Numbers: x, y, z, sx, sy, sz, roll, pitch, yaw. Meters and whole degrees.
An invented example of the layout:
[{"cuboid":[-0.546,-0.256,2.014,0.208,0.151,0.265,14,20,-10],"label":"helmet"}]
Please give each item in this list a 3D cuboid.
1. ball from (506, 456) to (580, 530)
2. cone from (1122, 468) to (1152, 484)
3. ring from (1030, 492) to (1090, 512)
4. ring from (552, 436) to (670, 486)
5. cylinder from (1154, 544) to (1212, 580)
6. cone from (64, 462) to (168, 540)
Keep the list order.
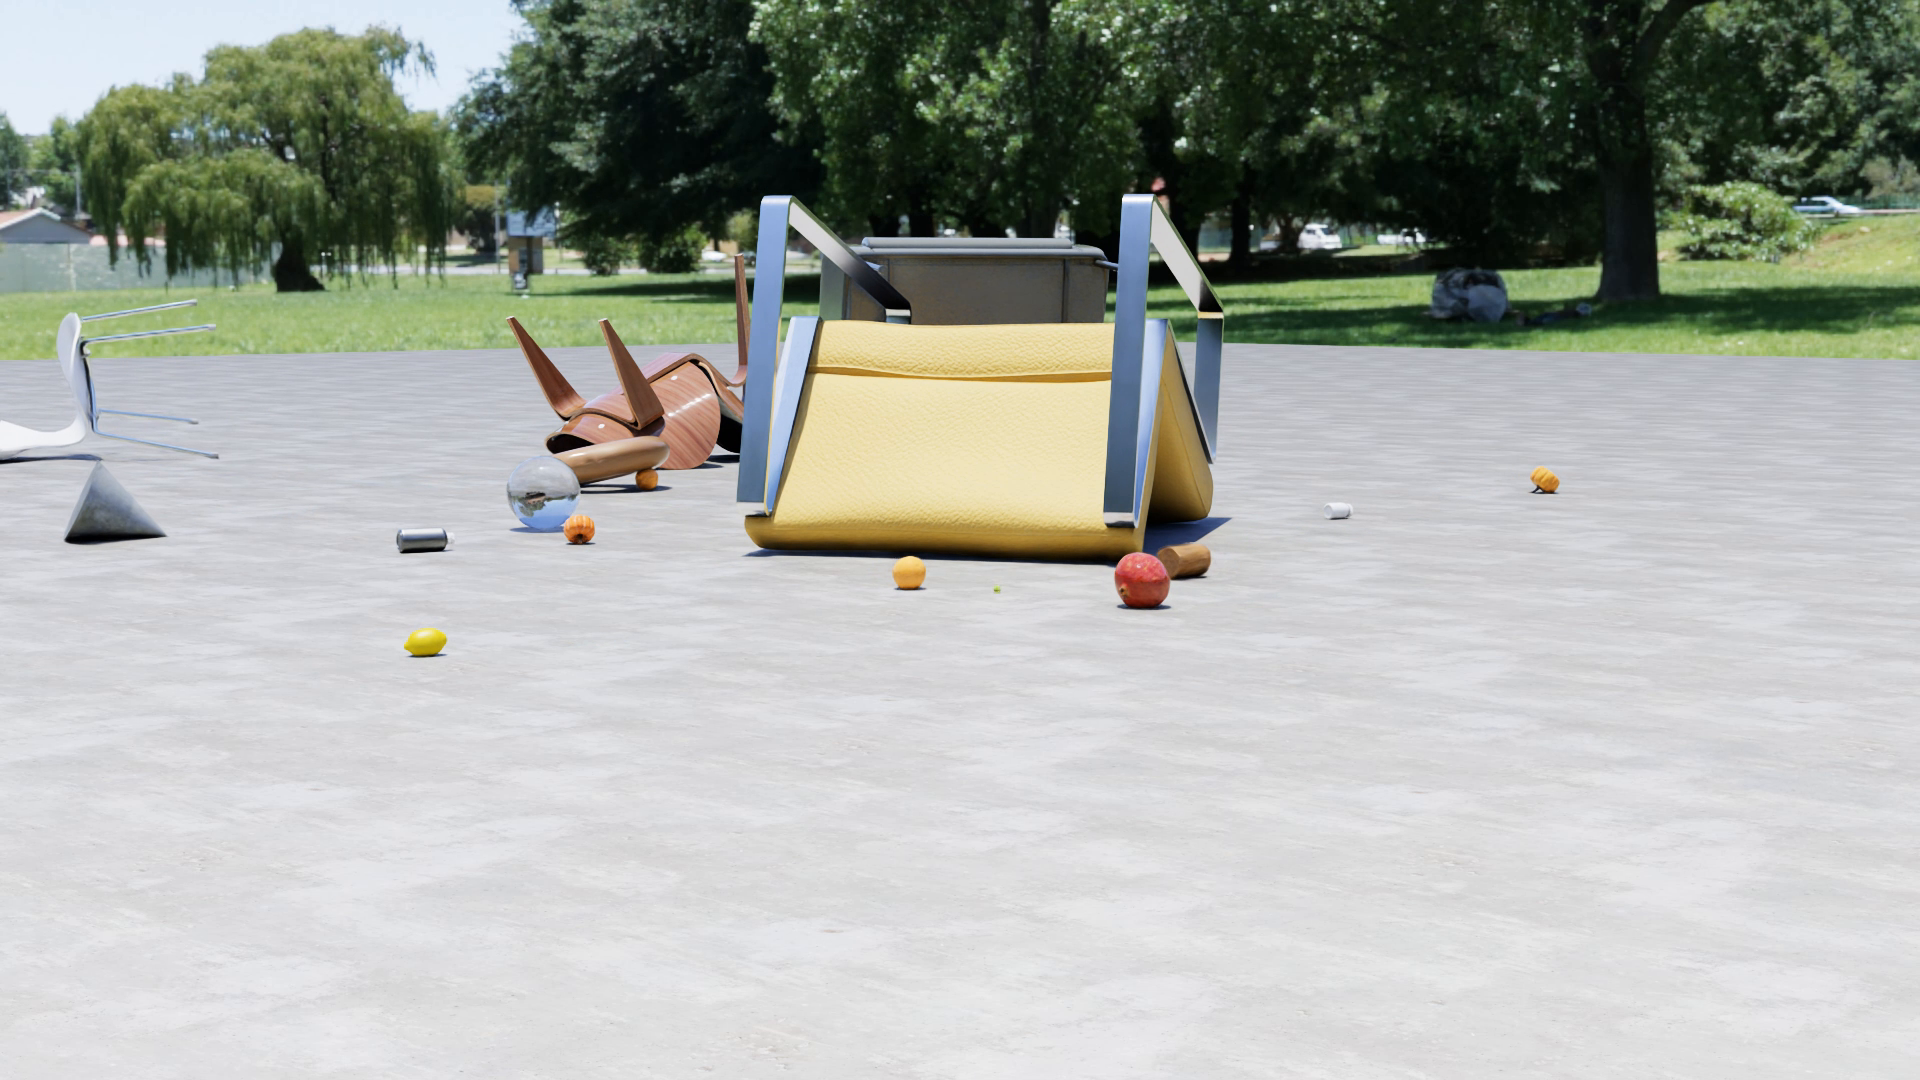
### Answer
[{"cuboid":[-1.082,-0.123,6.665,0.193,0.193,0.193,0,6,0],"label":"ball"},{"cuboid":[0.553,-0.191,8.150,0.087,0.050,0.128,-17,8,-4],"label":"cone"},{"cuboid":[0.281,-0.106,7.238,0.165,0.042,0.200,-2,7,-13],"label":"ring"},{"cuboid":[-1.115,-0.238,7.937,0.441,0.105,0.373,-12,1,-4],"label":"ring"},{"cuboid":[0.487,0.047,5.612,0.112,0.068,0.074,-6,-33,-46],"label":"cylinder"},{"cuboid":[-2.099,-0.053,6.451,0.228,0.213,0.255,25,-13,-21],"label":"cone"}]
